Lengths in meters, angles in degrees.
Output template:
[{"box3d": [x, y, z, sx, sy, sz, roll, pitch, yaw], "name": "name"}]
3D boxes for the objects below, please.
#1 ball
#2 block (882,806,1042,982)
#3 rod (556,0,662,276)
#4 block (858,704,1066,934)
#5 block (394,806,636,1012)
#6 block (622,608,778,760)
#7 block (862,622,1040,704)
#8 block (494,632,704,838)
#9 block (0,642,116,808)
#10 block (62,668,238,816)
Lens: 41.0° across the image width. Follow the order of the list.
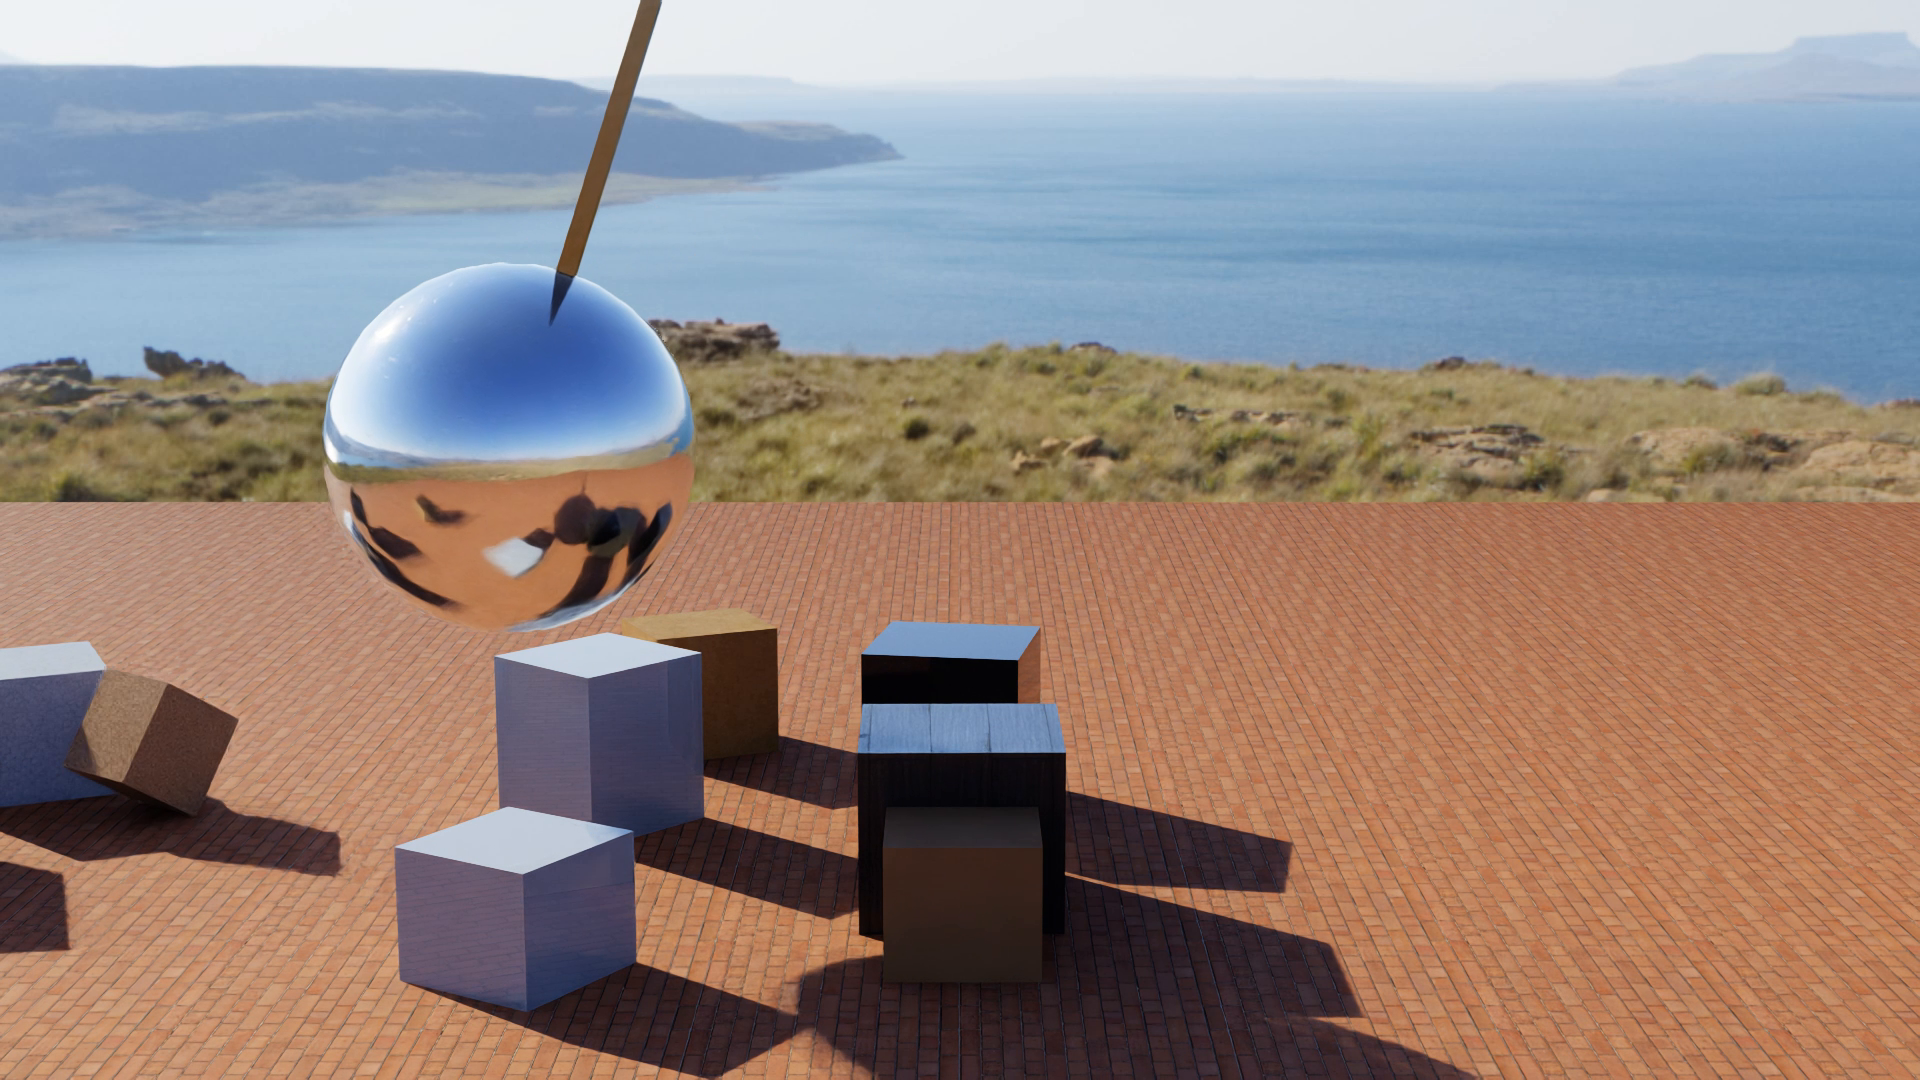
[{"box3d": [-1.943, -0.398, 11.108, 1.600, 1.600, 1.600, 0, 10, 0], "name": "ball"}, {"box3d": [0.010, 1.412, 10.272, 0.620, 0.547, 0.566, 0, 10, 0], "name": "block"}, {"box3d": [-0.842, -3.563, 10.533, 0.080, 5.200, 0.080, 19, 10, -3], "name": "rod"}, {"box3d": [0.003, 1.175, 10.941, 0.851, 0.774, 0.830, 0, 10, -1], "name": "block"}, {"box3d": [-1.746, 1.441, 10.119, 0.655, 0.544, 0.658, 6, 12, 31], "name": "block"}, {"box3d": [-1.372, 0.761, 13.536, 0.658, 0.659, 0.580, -5, 11, -25], "name": "block"}, {"box3d": [-0.033, 0.880, 12.465, 0.748, 0.808, 0.753, 2, 10, 10], "name": "block"}, {"box3d": [-1.705, 0.936, 12.161, 0.676, 0.807, 0.695, 9, 14, 41], "name": "block"}, {"box3d": [-4.666, 0.916, 12.762, 0.763, 0.631, 0.713, -5, 11, -26], "name": "block"}, {"box3d": [-3.874, 0.970, 12.295, 0.464, 0.508, 0.478, 8, -20, 35], "name": "block"}]
